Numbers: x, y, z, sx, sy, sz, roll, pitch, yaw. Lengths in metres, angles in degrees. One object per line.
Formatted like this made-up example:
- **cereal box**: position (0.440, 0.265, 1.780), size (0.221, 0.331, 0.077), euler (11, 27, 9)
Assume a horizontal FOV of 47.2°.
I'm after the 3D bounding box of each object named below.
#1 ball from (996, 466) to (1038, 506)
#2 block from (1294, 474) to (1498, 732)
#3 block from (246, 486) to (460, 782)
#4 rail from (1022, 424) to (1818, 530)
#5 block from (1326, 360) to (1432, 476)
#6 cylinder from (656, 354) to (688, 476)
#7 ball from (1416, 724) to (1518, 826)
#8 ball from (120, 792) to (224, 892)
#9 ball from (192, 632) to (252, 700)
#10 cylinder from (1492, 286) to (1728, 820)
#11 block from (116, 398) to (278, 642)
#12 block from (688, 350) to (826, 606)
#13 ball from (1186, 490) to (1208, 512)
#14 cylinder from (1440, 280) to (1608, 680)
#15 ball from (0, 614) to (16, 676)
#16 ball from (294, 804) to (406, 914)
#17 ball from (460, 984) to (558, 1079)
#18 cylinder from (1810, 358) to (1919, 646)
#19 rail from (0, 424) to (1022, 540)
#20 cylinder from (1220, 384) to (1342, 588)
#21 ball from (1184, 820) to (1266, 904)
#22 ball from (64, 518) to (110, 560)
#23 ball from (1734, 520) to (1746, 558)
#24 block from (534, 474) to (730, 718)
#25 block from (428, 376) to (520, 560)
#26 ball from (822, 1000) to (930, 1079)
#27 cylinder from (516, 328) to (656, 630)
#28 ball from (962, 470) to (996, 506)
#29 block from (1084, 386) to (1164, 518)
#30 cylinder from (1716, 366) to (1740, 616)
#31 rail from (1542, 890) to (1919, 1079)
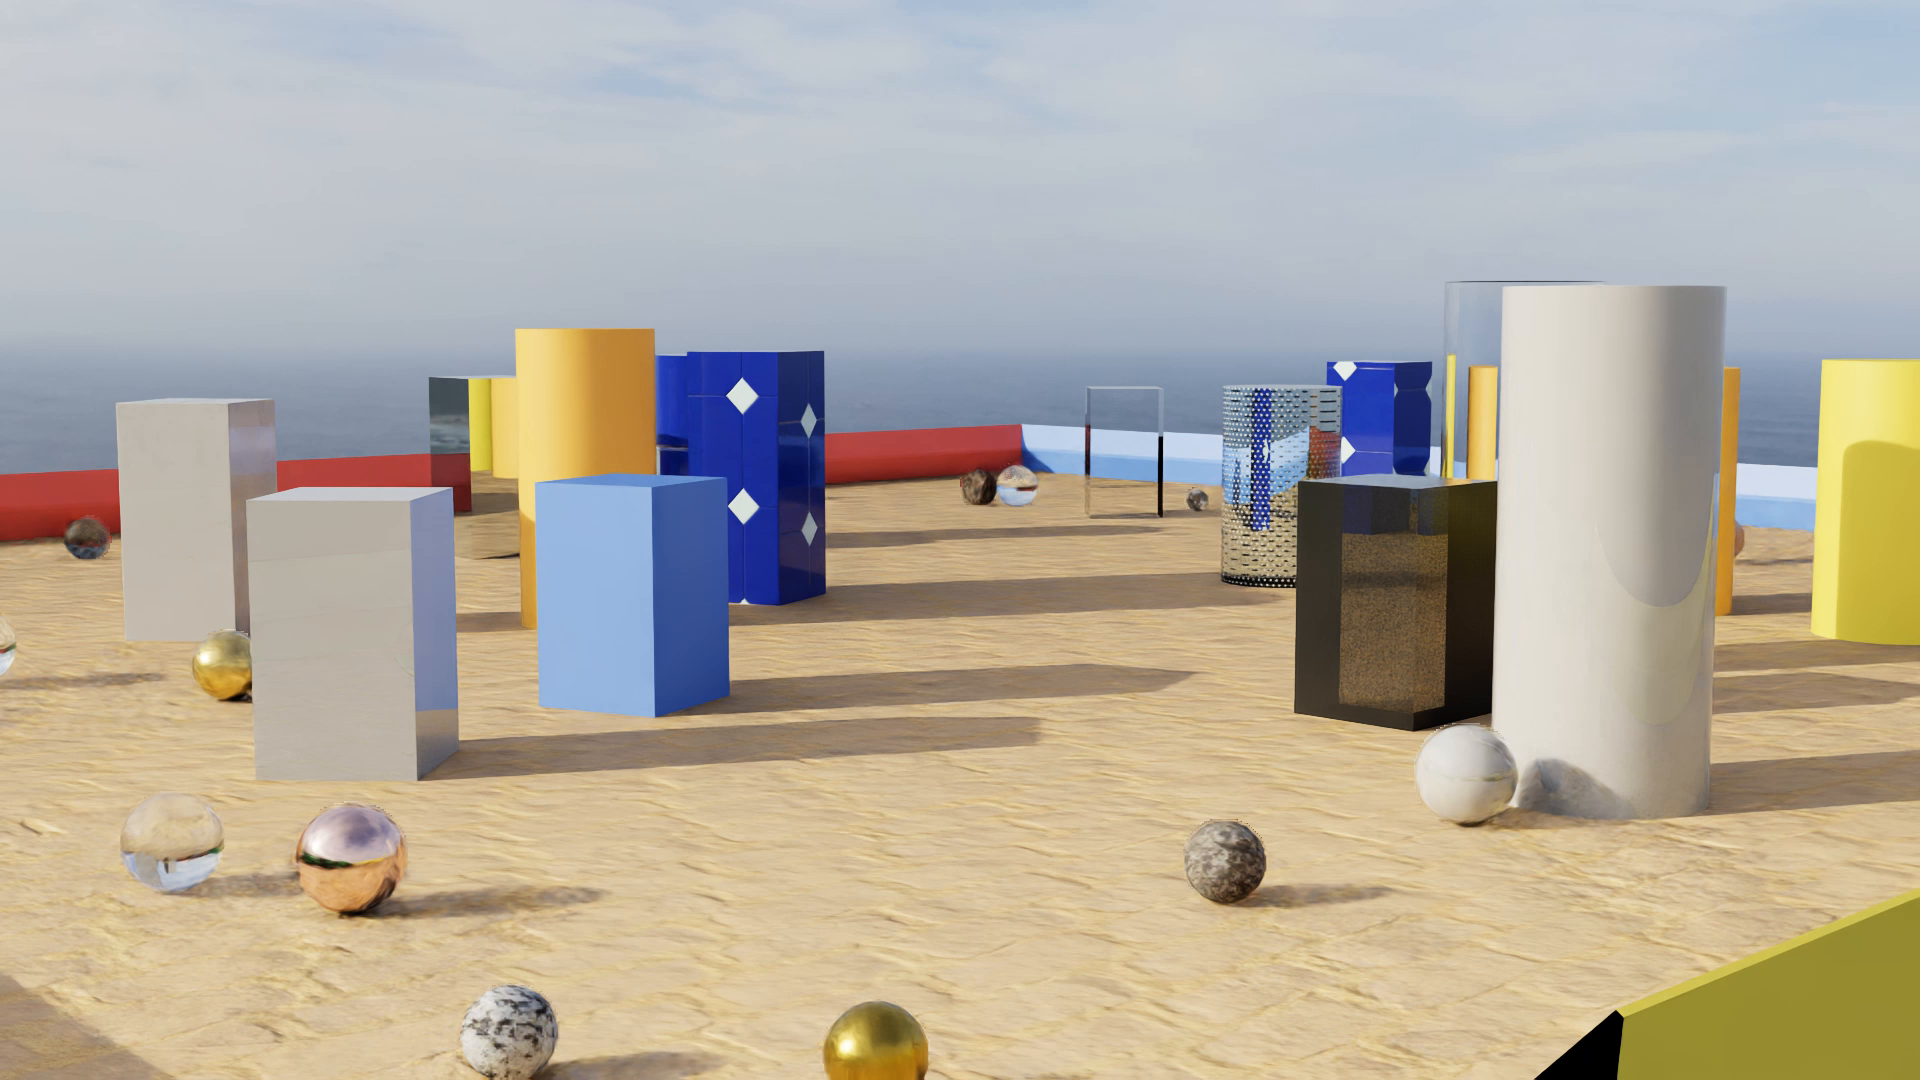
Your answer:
- **ball**: position (0.129, -0.122, 4.960), size (0.095, 0.095, 0.095), euler (0, 6, 0)
- **block**: position (0.479, 0.063, 2.419), size (0.155, 0.258, 0.155), euler (6, 8, 45)
- **block**: position (-0.588, 0.087, 2.145), size (0.155, 0.267, 0.155), euler (0, 6, 2)
- **rail**: position (1.458, -0.108, 4.670), size (0.045, 0.126, 3.847), euler (-6, 8, -42)
- **block**: position (0.853, -0.195, 4.487), size (0.155, 0.338, 0.155), euler (5, 8, 40)
- **cylinder**: position (-0.484, -0.175, 4.204), size (0.193, 0.358, 0.193), euler (0, 6, 0)
- **ball**: position (0.439, 0.203, 1.904), size (0.087, 0.087, 0.087), euler (0, 6, 0)
- **ball**: position (-0.603, 0.232, 1.684), size (0.076, 0.076, 0.076), euler (0, 6, 0)
- **ball**: position (-0.835, 0.144, 2.511), size (0.078, 0.078, 0.078), euler (0, 6, 0)
- **cylinder**: position (0.585, 0.004, 1.993), size (0.193, 0.464, 0.193), euler (0, 6, 0)
- **block**: position (-1.041, -0.031, 3.018), size (0.155, 0.320, 0.155), euler (1, 6, 5)
- **block**: position (-0.312, -0.101, 3.391), size (0.155, 0.380, 0.155), euler (3, 7, 23)
- **ball**: position (0.525, -0.088, 4.861), size (0.047, 0.047, 0.047), euler (0, 6, 0)
- **cylinder**: position (0.690, -0.078, 2.710), size (0.193, 0.477, 0.193), euler (0, 6, 0)
- **ball**: position (-1.168, 0.125, 2.600), size (0.097, 0.097, 0.097), euler (0, 6, 0)
- **ball**: position (-0.451, 0.236, 1.628), size (0.080, 0.080, 0.080), euler (0, 6, 0)
- **ball**: position (-0.260, 0.285, 1.271), size (0.055, 0.055, 0.055), euler (0, 6, 0)
- **cylinder**: position (1.272, -0.057, 3.000), size (0.193, 0.375, 0.193), euler (0, 6, 0)
- **rail**: position (-1.288, -0.113, 4.721), size (4.015, 0.126, 0.045), euler (-6, 8, -42)
- **cylinder**: position (0.526, -0.092, 3.599), size (0.193, 0.319, 0.193), euler (0, 6, 0)
- **ball**: position (0.199, 0.242, 1.655), size (0.062, 0.062, 0.062), euler (0, 6, 0)
- **ball**: position (-1.553, -0.002, 3.912), size (0.075, 0.075, 0.075), euler (0, 6, 0)
- **ball**: position (1.329, -0.002, 3.853), size (0.088, 0.088, 0.088), euler (0, 6, 0)
- **block**: position (-0.370, 0.058, 2.494), size (0.155, 0.253, 0.155), euler (3, 7, 26)
- **block**: position (-0.858, -0.136, 4.008), size (0.155, 0.322, 0.155), euler (-5, 8, -40)
- **ball**: position (-0.047, 0.288, 1.227), size (0.060, 0.060, 0.060), euler (0, 6, 0)
- **cylinder**: position (-0.527, -0.090, 3.115), size (0.193, 0.417, 0.193), euler (0, 6, 0)
- **ball**: position (0.044, -0.117, 4.982), size (0.081, 0.081, 0.081), euler (0, 6, 0)
- **block**: position (0.353, -0.191, 4.746), size (0.155, 0.276, 0.155), euler (0, 6, -1)
- **cylinder**: position (1.050, -0.076, 3.262), size (0.193, 0.359, 0.193), euler (0, 6, 0)
- **rail**: position (1.288, 0.179, 1.944), size (4.015, 0.126, 0.045), euler (-6, 8, -42)
